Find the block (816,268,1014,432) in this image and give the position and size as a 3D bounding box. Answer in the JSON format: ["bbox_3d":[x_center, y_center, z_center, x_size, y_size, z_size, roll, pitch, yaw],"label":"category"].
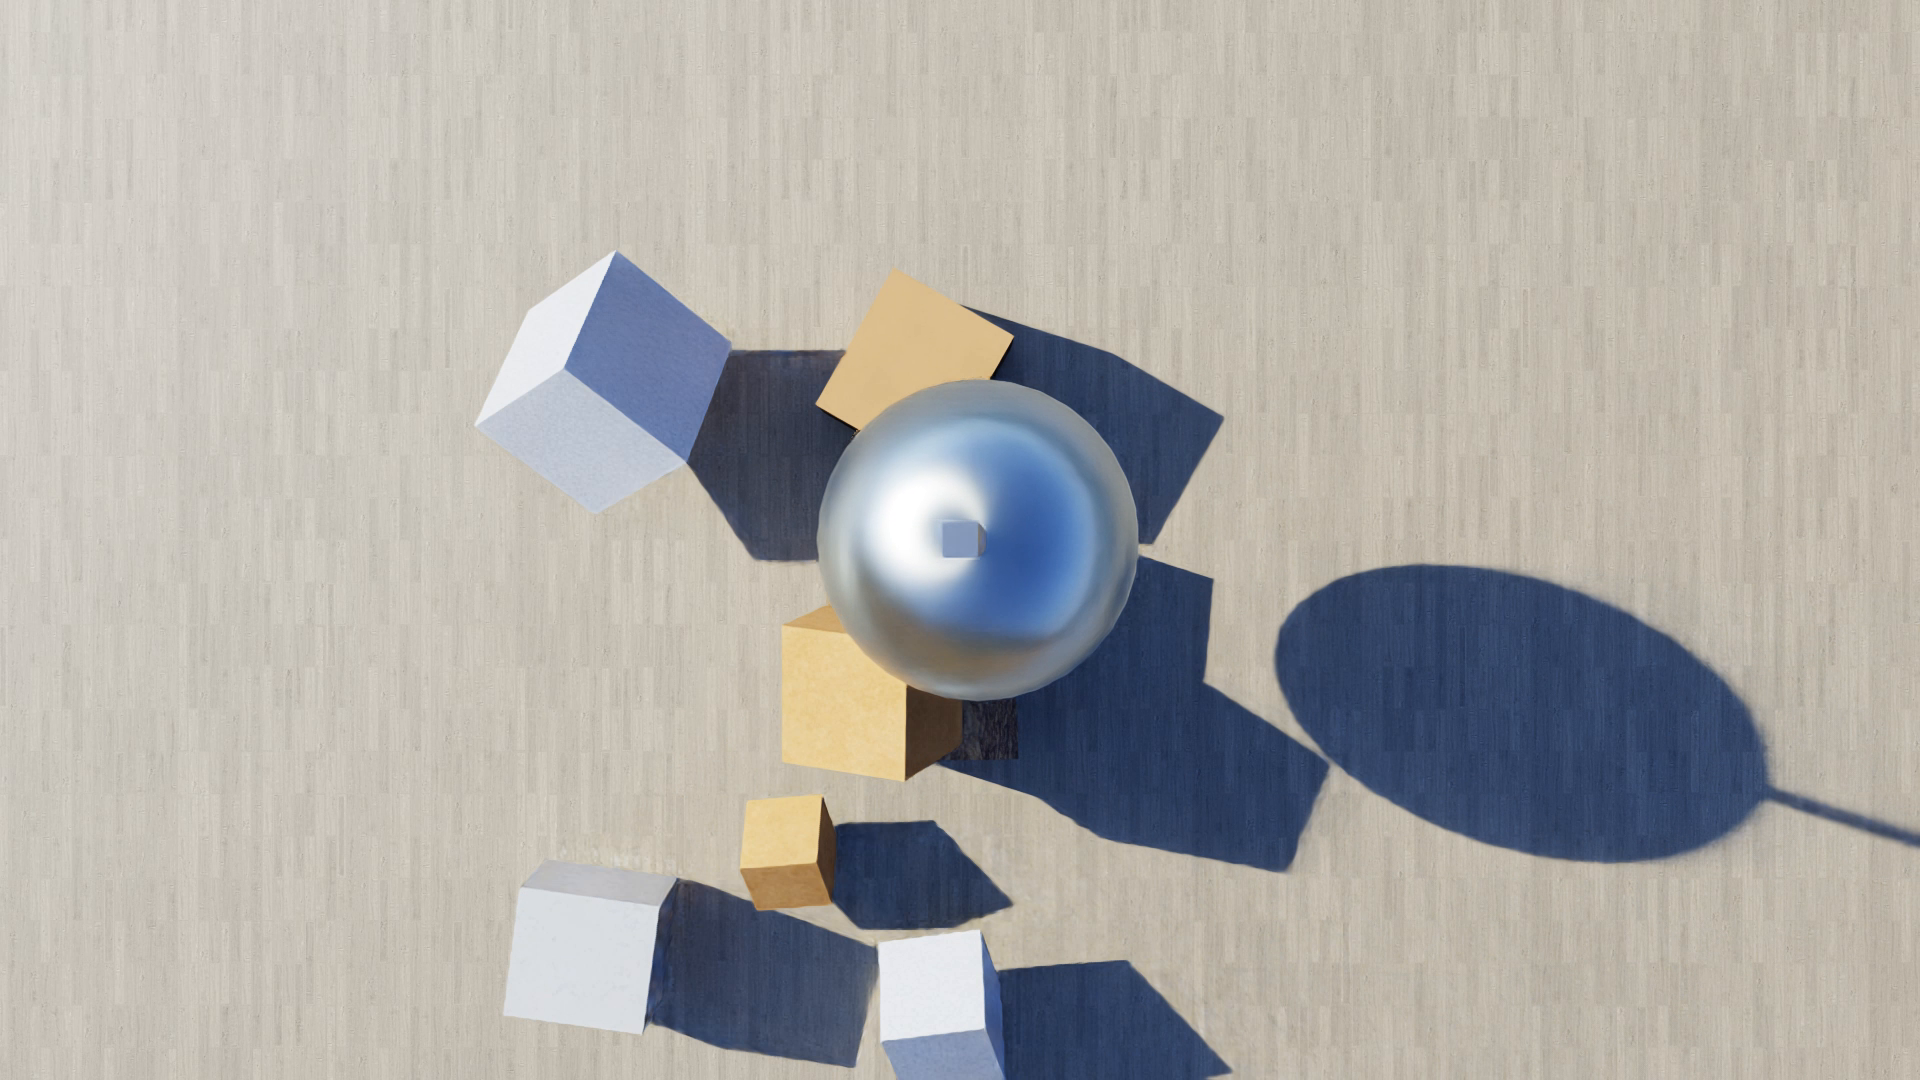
[{"bbox_3d":[-0.251,-0.939,12.586,0.768,0.829,0.876,30,90,0],"label":"block"}]

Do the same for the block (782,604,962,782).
[{"bbox_3d":[-0.467,0.794,11.945,0.733,0.737,0.758,6,103,23],"label":"block"}]

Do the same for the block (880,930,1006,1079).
[{"bbox_3d":[-0.100,2.687,12.516,0.588,0.655,0.617,-8,49,7],"label":"block"}]

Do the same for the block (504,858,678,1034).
[{"bbox_3d":[-2.103,2.317,12.603,0.783,0.747,0.730,8,94,0],"label":"block"}]

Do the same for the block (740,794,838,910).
[{"bbox_3d":[-0.979,1.791,12.605,0.442,0.421,0.472,-6,46,8],"label":"block"}]

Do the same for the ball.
[{"bbox_3d":[0.089,0.000,10.902,1.600,1.600,1.600,0,90,0],"label":"ball"}]

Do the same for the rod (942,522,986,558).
[{"bbox_3d":[0.038,0.000,7.502,0.080,5.200,0.080,0,90,1],"label":"rod"}]

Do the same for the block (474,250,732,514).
[{"bbox_3d":[-1.974,-0.867,12.251,0.862,0.853,0.905,39,47,-27],"label":"block"}]

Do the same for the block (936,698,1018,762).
[{"bbox_3d":[-0.037,0.916,12.693,0.717,0.613,0.653,-1,90,0],"label":"block"}]
